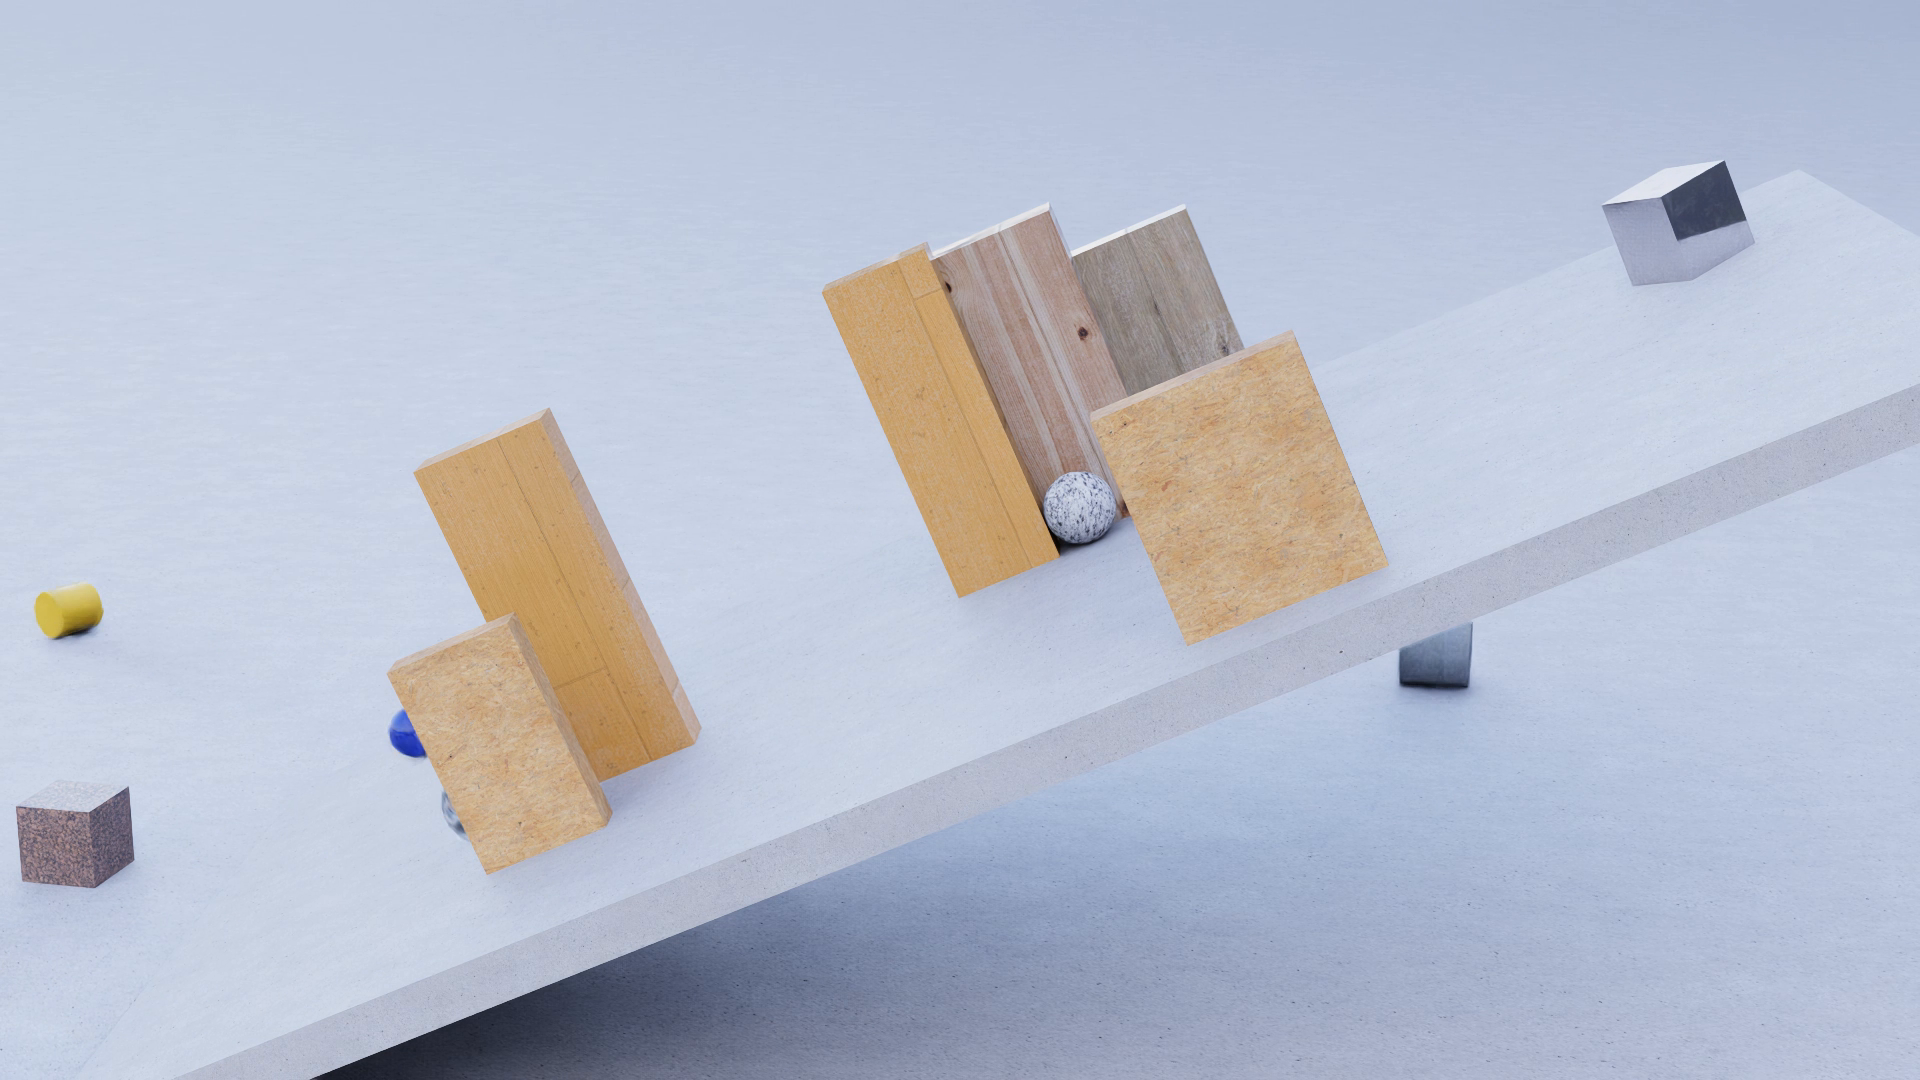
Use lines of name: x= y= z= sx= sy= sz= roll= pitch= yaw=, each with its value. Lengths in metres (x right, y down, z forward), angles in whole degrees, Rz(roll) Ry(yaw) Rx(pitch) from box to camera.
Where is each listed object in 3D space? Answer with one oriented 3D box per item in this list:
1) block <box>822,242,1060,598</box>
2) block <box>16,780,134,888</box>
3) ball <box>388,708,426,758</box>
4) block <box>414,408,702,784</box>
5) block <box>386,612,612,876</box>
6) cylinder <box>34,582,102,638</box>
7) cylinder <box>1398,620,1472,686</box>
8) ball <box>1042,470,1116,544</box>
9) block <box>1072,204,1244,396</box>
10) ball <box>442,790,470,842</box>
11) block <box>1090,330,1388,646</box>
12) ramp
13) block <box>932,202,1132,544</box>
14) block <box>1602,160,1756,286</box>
block: x=-0.037 y=-0.260 z=6.426 sx=0.242 sy=0.740 sz=0.101 roll=-22 pitch=13 yaw=8
block: x=-2.151 y=0.714 z=7.156 sx=0.194 sy=0.194 sz=0.194 roll=3 pitch=15 yaw=13
ball: x=-1.341 y=0.470 z=7.232 sx=0.130 sy=0.130 sz=0.130 roll=0 pitch=15 yaw=0
block: x=-0.848 y=0.132 z=6.240 sx=0.294 sy=0.768 sz=0.114 roll=-22 pitch=13 yaw=8
block: x=-0.926 y=0.411 z=5.937 sx=0.269 sy=0.464 sz=0.087 roll=-22 pitch=13 yaw=8
cylinder: x=-2.769 y=0.217 z=9.137 sx=0.146 sy=0.146 sz=0.146 roll=11 pitch=20 yaw=37
cylinder: x=1.395 y=0.326 z=8.623 sx=0.199 sy=0.199 sz=0.199 roll=3 pitch=15 yaw=12
ball: x=0.262 y=-0.071 z=6.439 sx=0.160 sy=0.160 sz=0.160 roll=0 pitch=15 yaw=0
block: x=0.473 y=-0.479 z=6.896 sx=0.334 sy=0.521 sz=0.084 roll=-22 pitch=13 yaw=8
ball: x=-0.992 y=0.546 z=6.150 sx=0.183 sy=0.183 sz=0.183 roll=0 pitch=15 yaw=0
block: x=0.511 y=-0.094 z=5.381 sx=0.397 sy=0.459 sz=0.081 roll=-22 pitch=13 yaw=8
ramp: x=0.130 y=0.171 z=6.286 sx=4.000 sy=0.100 sz=2.000 roll=-22 pitch=13 yaw=8
block: x=0.198 y=-0.363 z=6.518 sx=0.296 sy=0.697 sz=0.131 roll=-22 pitch=13 yaw=8
block: x=1.586 y=-0.699 z=6.497 sx=0.199 sy=0.199 sz=0.199 roll=-30 pitch=14 yaw=-23
